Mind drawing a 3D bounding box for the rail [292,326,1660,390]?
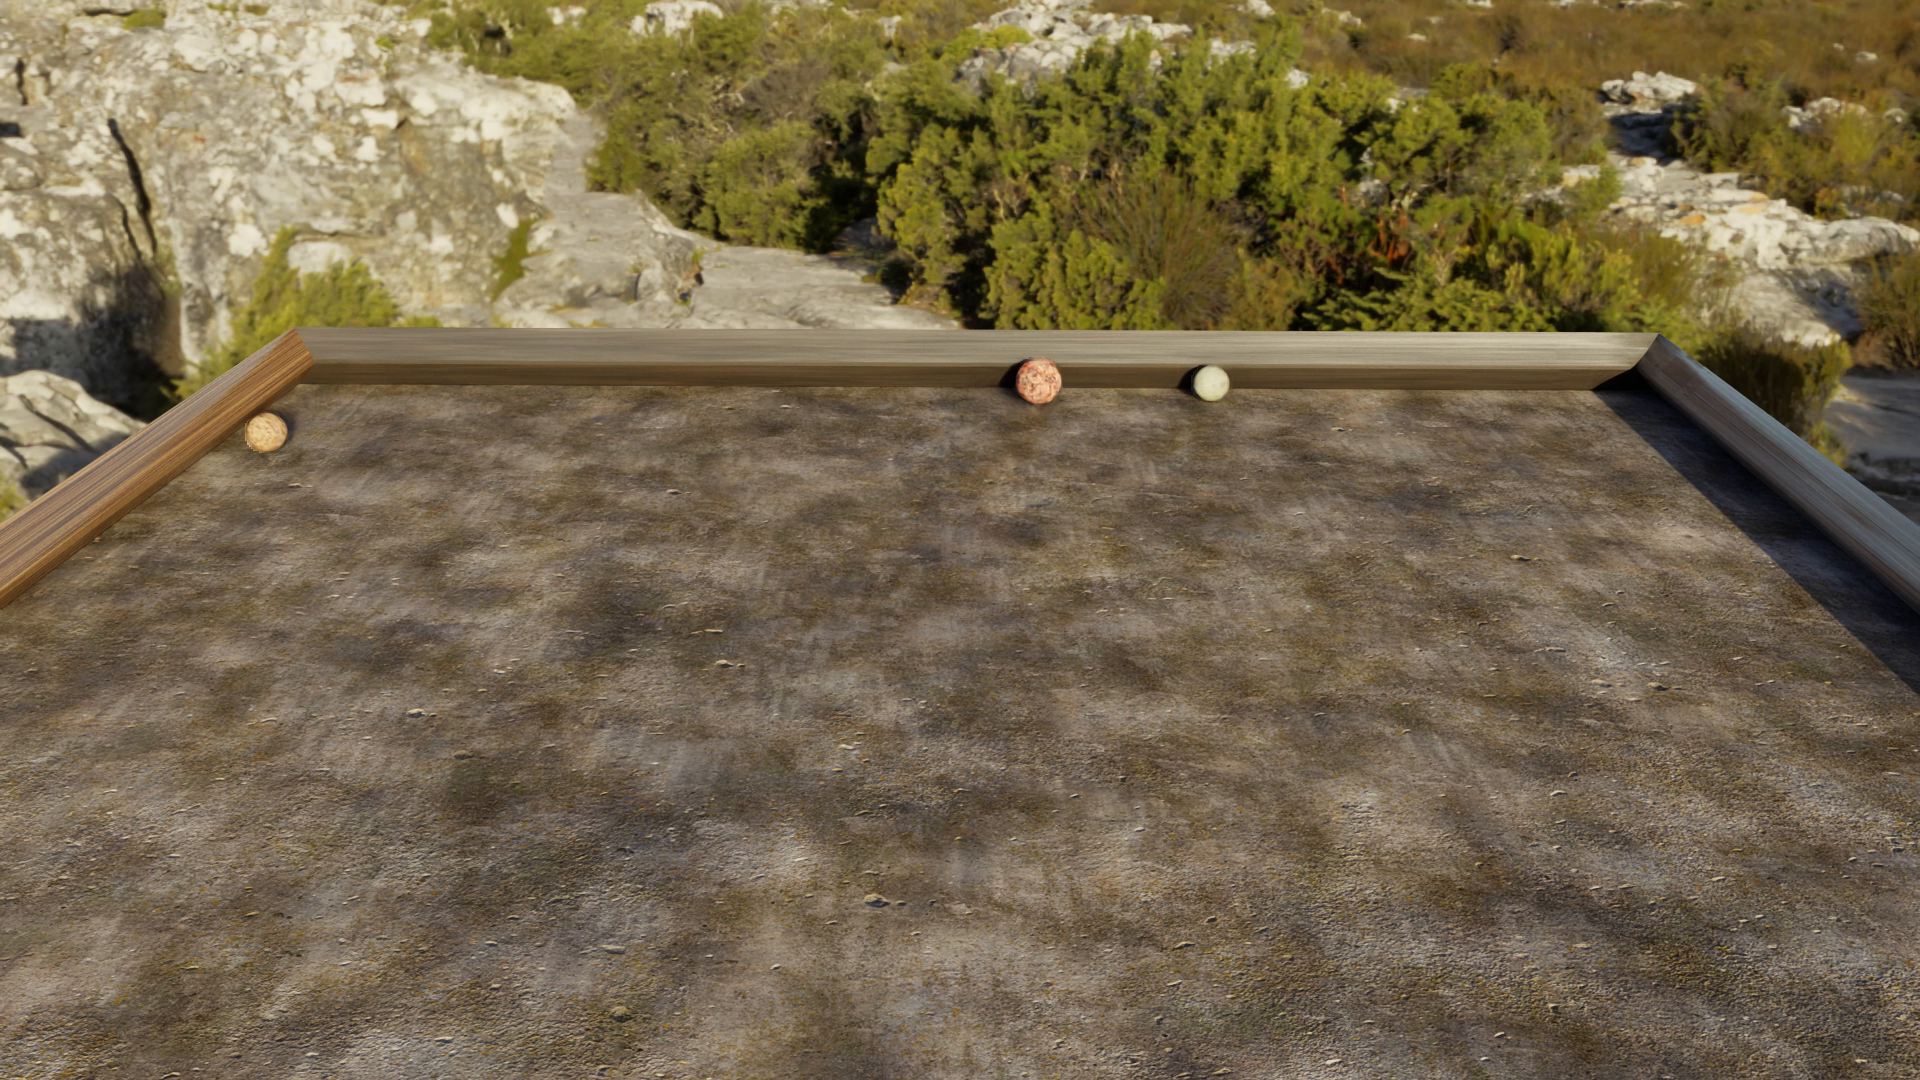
[{"bbox_3d":[0.019,-0.290,3.578,2.231,0.095,0.045,0,17,1],"label":"rail"}]

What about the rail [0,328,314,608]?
[{"bbox_3d":[-1.111,0.261,1.827,0.045,0.095,3.766,0,17,1],"label":"rail"}]

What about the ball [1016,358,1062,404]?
[{"bbox_3d":[0.125,-0.251,3.493,0.073,0.073,0.073,0,17,0],"label":"ball"}]

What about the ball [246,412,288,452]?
[{"bbox_3d":[-1.015,-0.158,3.222,0.057,0.057,0.057,0,17,0],"label":"ball"}]

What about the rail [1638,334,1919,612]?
[{"bbox_3d":[1.072,0.275,1.783,0.045,0.095,3.766,0,17,1],"label":"rail"}]

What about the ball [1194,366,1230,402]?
[{"bbox_3d":[0.402,-0.251,3.515,0.058,0.058,0.058,0,17,0],"label":"ball"}]
